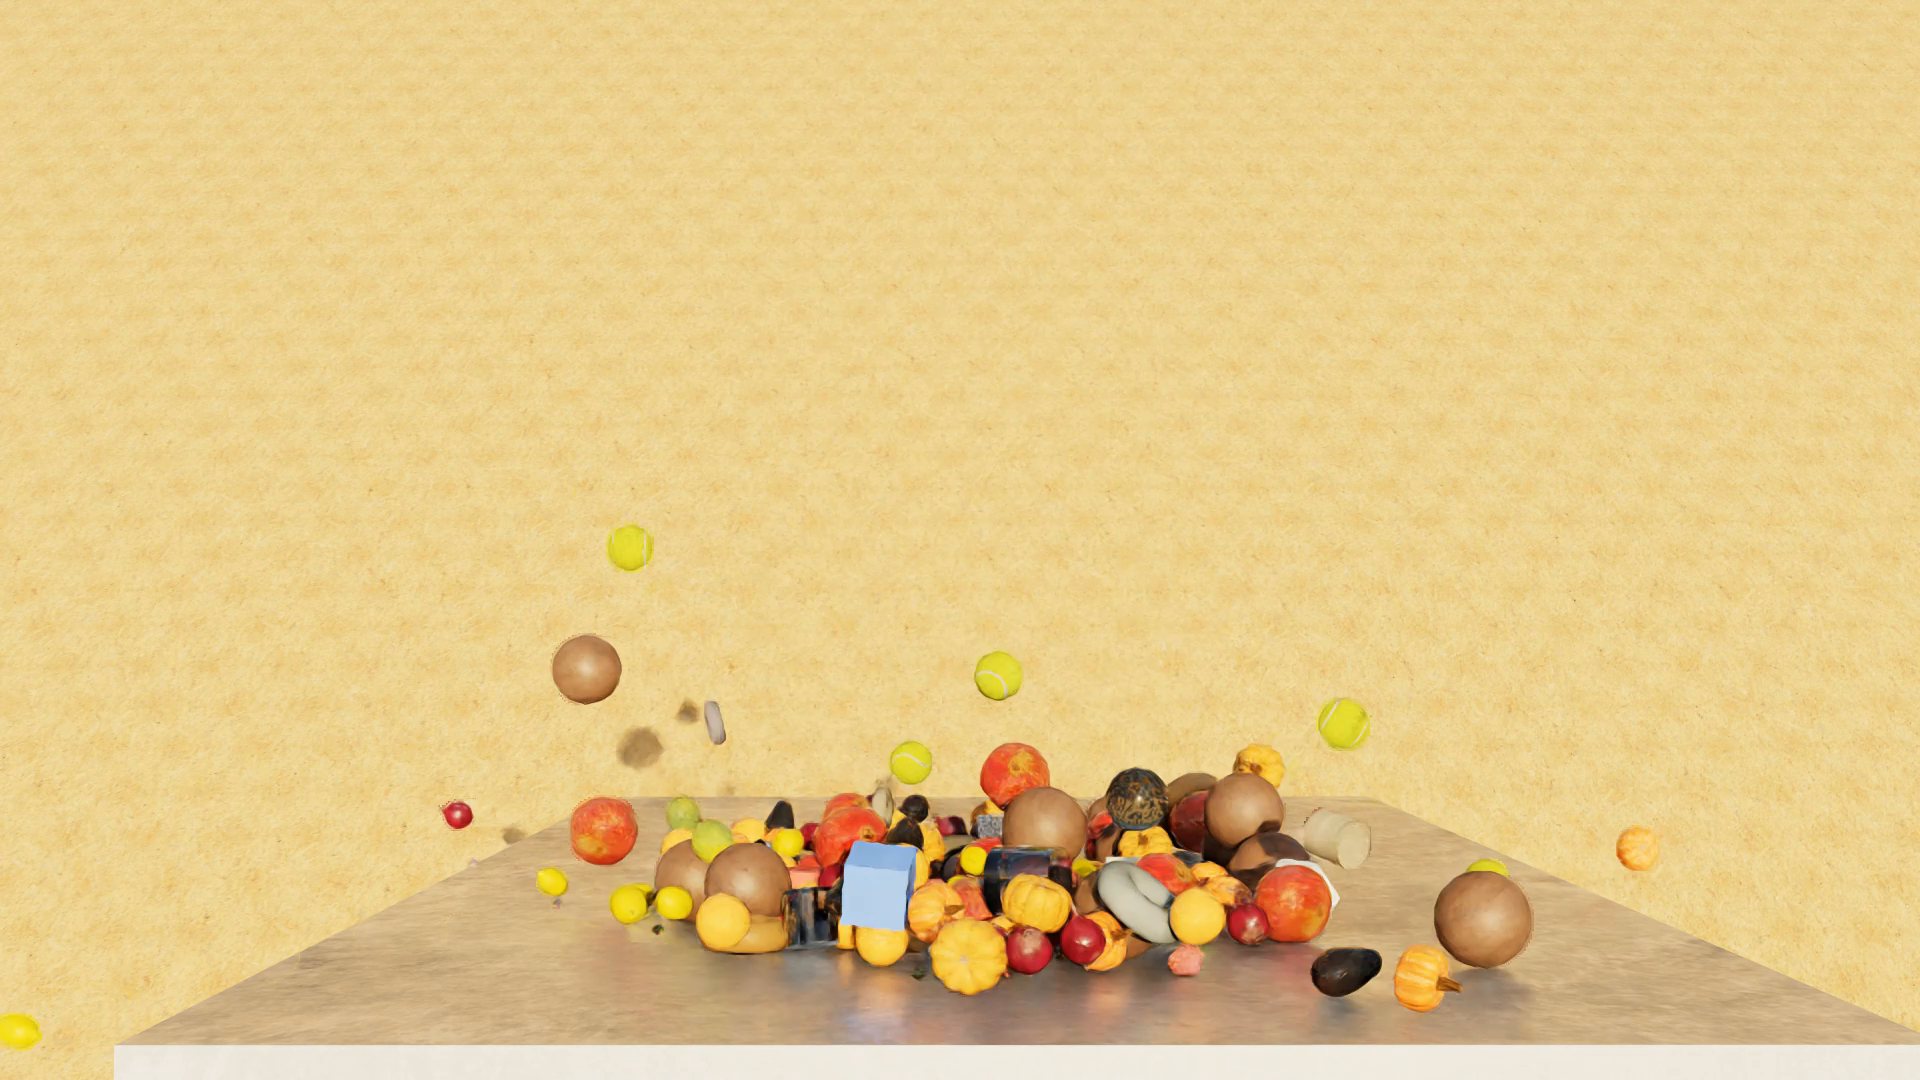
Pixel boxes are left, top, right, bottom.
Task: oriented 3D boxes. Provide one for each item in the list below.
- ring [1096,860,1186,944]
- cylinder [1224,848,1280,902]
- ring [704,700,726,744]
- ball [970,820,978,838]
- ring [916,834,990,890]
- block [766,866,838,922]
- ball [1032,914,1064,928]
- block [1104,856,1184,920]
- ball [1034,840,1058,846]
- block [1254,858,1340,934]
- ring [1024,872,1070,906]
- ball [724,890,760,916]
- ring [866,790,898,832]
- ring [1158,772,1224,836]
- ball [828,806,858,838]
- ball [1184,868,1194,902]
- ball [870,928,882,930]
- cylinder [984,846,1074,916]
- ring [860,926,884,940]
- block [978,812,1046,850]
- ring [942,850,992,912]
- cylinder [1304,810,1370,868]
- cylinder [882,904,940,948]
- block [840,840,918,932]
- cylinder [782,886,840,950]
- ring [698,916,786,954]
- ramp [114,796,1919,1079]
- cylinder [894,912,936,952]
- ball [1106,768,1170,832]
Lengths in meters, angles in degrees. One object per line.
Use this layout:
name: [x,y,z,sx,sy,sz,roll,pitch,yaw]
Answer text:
ring: [0.240,0.478,3.429,0.139,0.046,0.139,36,14,-10]
cylinder: [0.490,0.556,4.303,0.082,0.082,0.082,18,6,24]
ring: [-0.420,0.312,4.436,0.026,0.078,0.078,-13,37,-10]
ball: [0.057,0.583,5.112,0.077,0.077,0.077,0,35,0]
ring: [-0.008,0.551,4.430,0.135,0.135,0.045,-3,47,-5]
block: [-0.240,0.543,3.952,0.085,0.085,0.085,-1,-2,16]
ball: [0.132,0.559,3.915,0.051,0.051,0.051,0,35,0]
block: [0.281,0.533,3.962,0.095,0.095,0.095,-1,-8,23]
ball: [0.141,0.519,4.233,0.057,0.057,0.057,0,35,0]
block: [0.501,0.530,3.865,0.075,0.075,0.075,-2,39,52]
ring: [0.110,0.572,4.270,0.143,0.048,0.143,0,-3,0]
ball: [-0.330,0.557,3.928,0.056,0.056,0.056,0,35,0]
ring: [-0.124,0.430,4.124,0.025,0.075,0.075,32,41,6]
ring: [0.439,0.507,4.978,0.146,0.146,0.049,-14,41,-20]
ball: [-0.249,0.601,5.542,0.067,0.067,0.067,0,35,0]
ball: [0.348,0.560,4.227,0.067,0.067,0.067,0,35,0]
ball: [-0.112,0.503,3.524,0.053,0.053,0.053,0,35,0]
cylinder: [0.093,0.460,3.515,0.093,0.093,0.093,-3,32,24]
ring: [-0.098,0.565,3.805,0.098,0.033,0.098,-1,-1,0]
block: [0.099,0.570,4.949,0.093,0.093,0.093,2,-2,-41]
ring: [0.045,0.546,4.166,0.150,0.050,0.150,10,22,-4]
cylinder: [0.543,0.431,3.745,0.069,0.069,0.069,-26,28,-32]
cylinder: [-0.070,0.545,3.668,0.060,0.060,0.060,4,29,-34]
block: [-0.106,0.454,3.411,0.084,0.084,0.084,6,16,6]
cylinder: [-0.207,0.523,3.593,0.076,0.076,0.076,-5,74,-7]
ring: [-0.303,0.555,3.658,0.130,0.043,0.130,0,-1,0]
ramp: [0.077,0.663,4.830,2.000,0.100,4.000,0,-2,0]
cylinder: [-0.062,0.536,3.546,0.053,0.053,0.053,1,79,-7]
ball: [0.268,0.392,3.924,0.096,0.096,0.096,0,35,0]
